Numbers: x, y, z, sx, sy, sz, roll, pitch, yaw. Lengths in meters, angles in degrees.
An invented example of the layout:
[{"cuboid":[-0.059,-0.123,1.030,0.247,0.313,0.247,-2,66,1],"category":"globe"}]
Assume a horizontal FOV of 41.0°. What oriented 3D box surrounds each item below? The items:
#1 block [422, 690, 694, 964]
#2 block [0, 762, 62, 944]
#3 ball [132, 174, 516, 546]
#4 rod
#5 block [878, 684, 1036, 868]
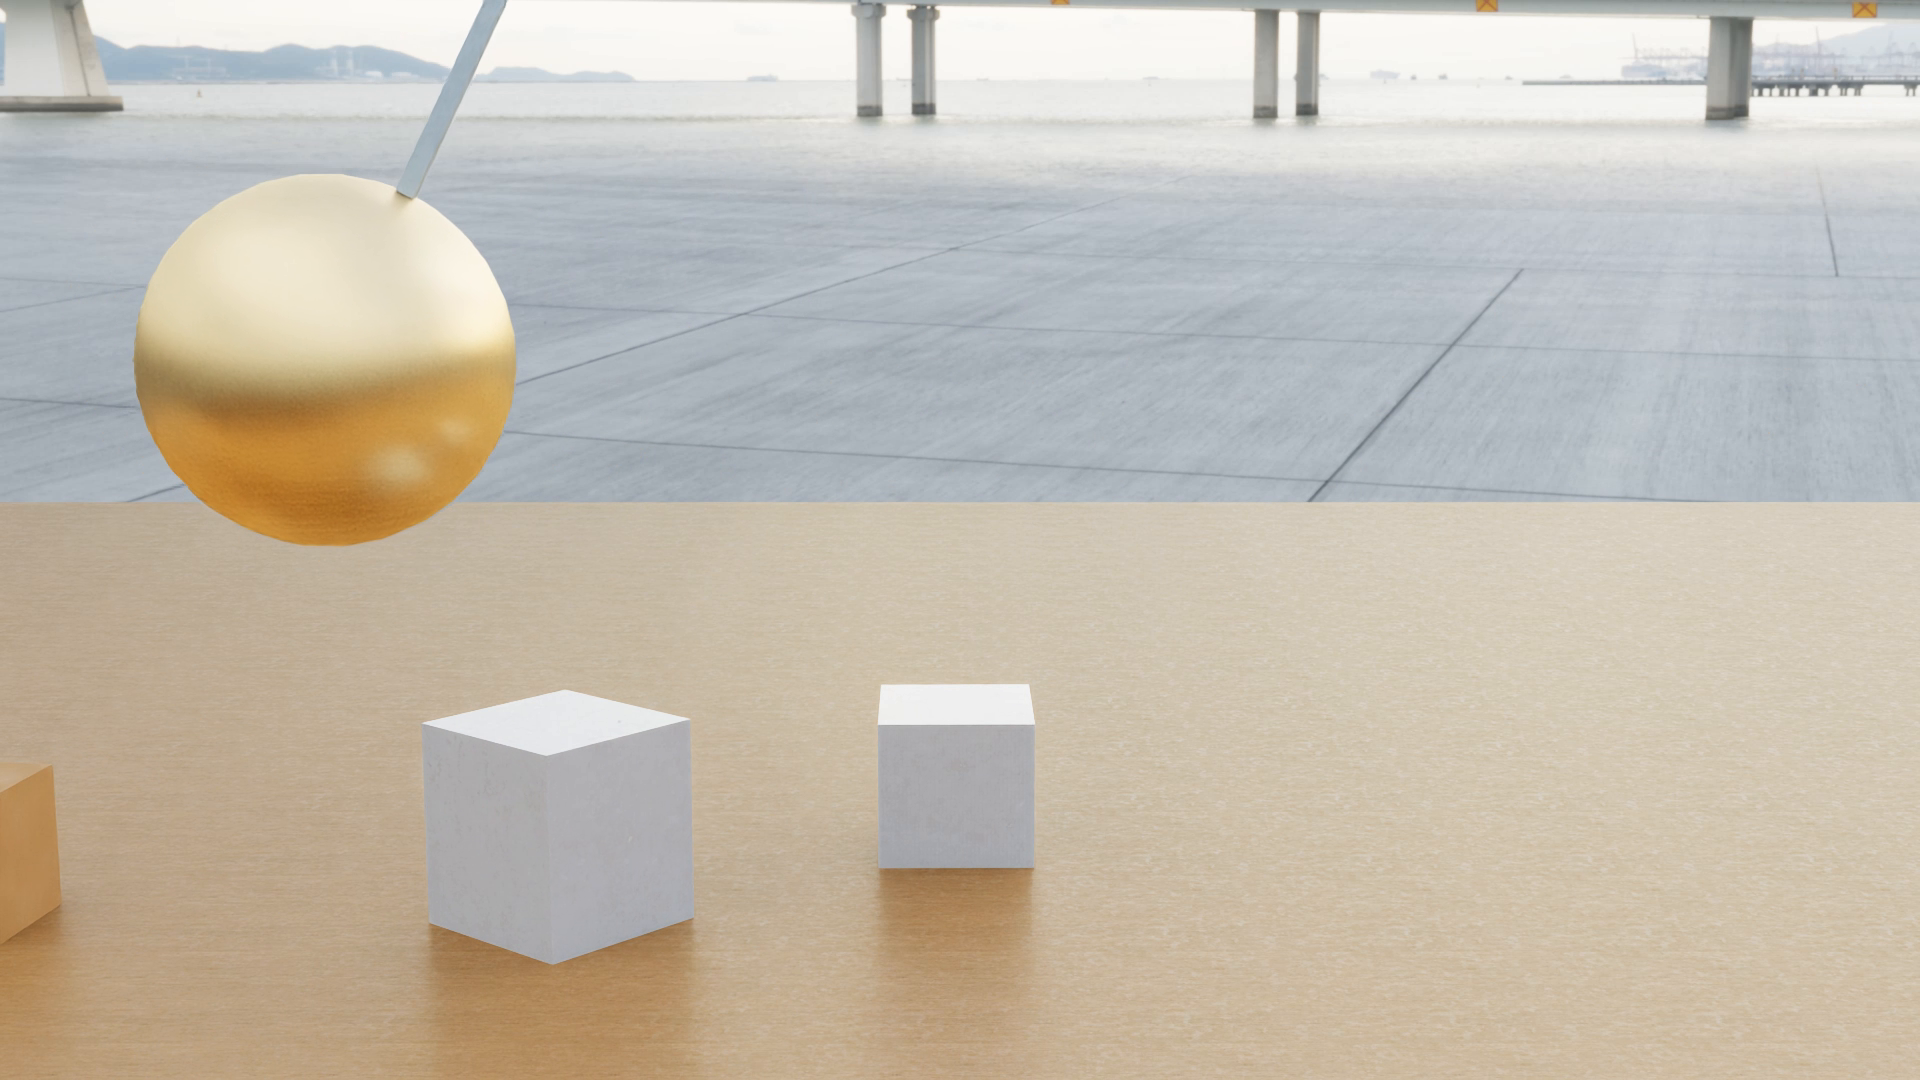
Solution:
[{"cuboid":[-1.672,1.174,10.703,0.790,0.862,0.773,9,14,40],"category":"block"},{"cuboid":[-4.170,1.297,10.702,0.572,0.619,0.564,1,10,7],"category":"block"},{"cuboid":[-2.719,-0.771,11.040,1.600,1.600,1.600,0,10,0],"category":"ball"},{"cuboid":[-1.178,-3.753,10.498,0.080,5.200,0.080,27,9,-5],"category":"rod"},{"cuboid":[-0.020,1.076,11.797,0.697,0.662,0.753,0,10,-1],"category":"block"}]
